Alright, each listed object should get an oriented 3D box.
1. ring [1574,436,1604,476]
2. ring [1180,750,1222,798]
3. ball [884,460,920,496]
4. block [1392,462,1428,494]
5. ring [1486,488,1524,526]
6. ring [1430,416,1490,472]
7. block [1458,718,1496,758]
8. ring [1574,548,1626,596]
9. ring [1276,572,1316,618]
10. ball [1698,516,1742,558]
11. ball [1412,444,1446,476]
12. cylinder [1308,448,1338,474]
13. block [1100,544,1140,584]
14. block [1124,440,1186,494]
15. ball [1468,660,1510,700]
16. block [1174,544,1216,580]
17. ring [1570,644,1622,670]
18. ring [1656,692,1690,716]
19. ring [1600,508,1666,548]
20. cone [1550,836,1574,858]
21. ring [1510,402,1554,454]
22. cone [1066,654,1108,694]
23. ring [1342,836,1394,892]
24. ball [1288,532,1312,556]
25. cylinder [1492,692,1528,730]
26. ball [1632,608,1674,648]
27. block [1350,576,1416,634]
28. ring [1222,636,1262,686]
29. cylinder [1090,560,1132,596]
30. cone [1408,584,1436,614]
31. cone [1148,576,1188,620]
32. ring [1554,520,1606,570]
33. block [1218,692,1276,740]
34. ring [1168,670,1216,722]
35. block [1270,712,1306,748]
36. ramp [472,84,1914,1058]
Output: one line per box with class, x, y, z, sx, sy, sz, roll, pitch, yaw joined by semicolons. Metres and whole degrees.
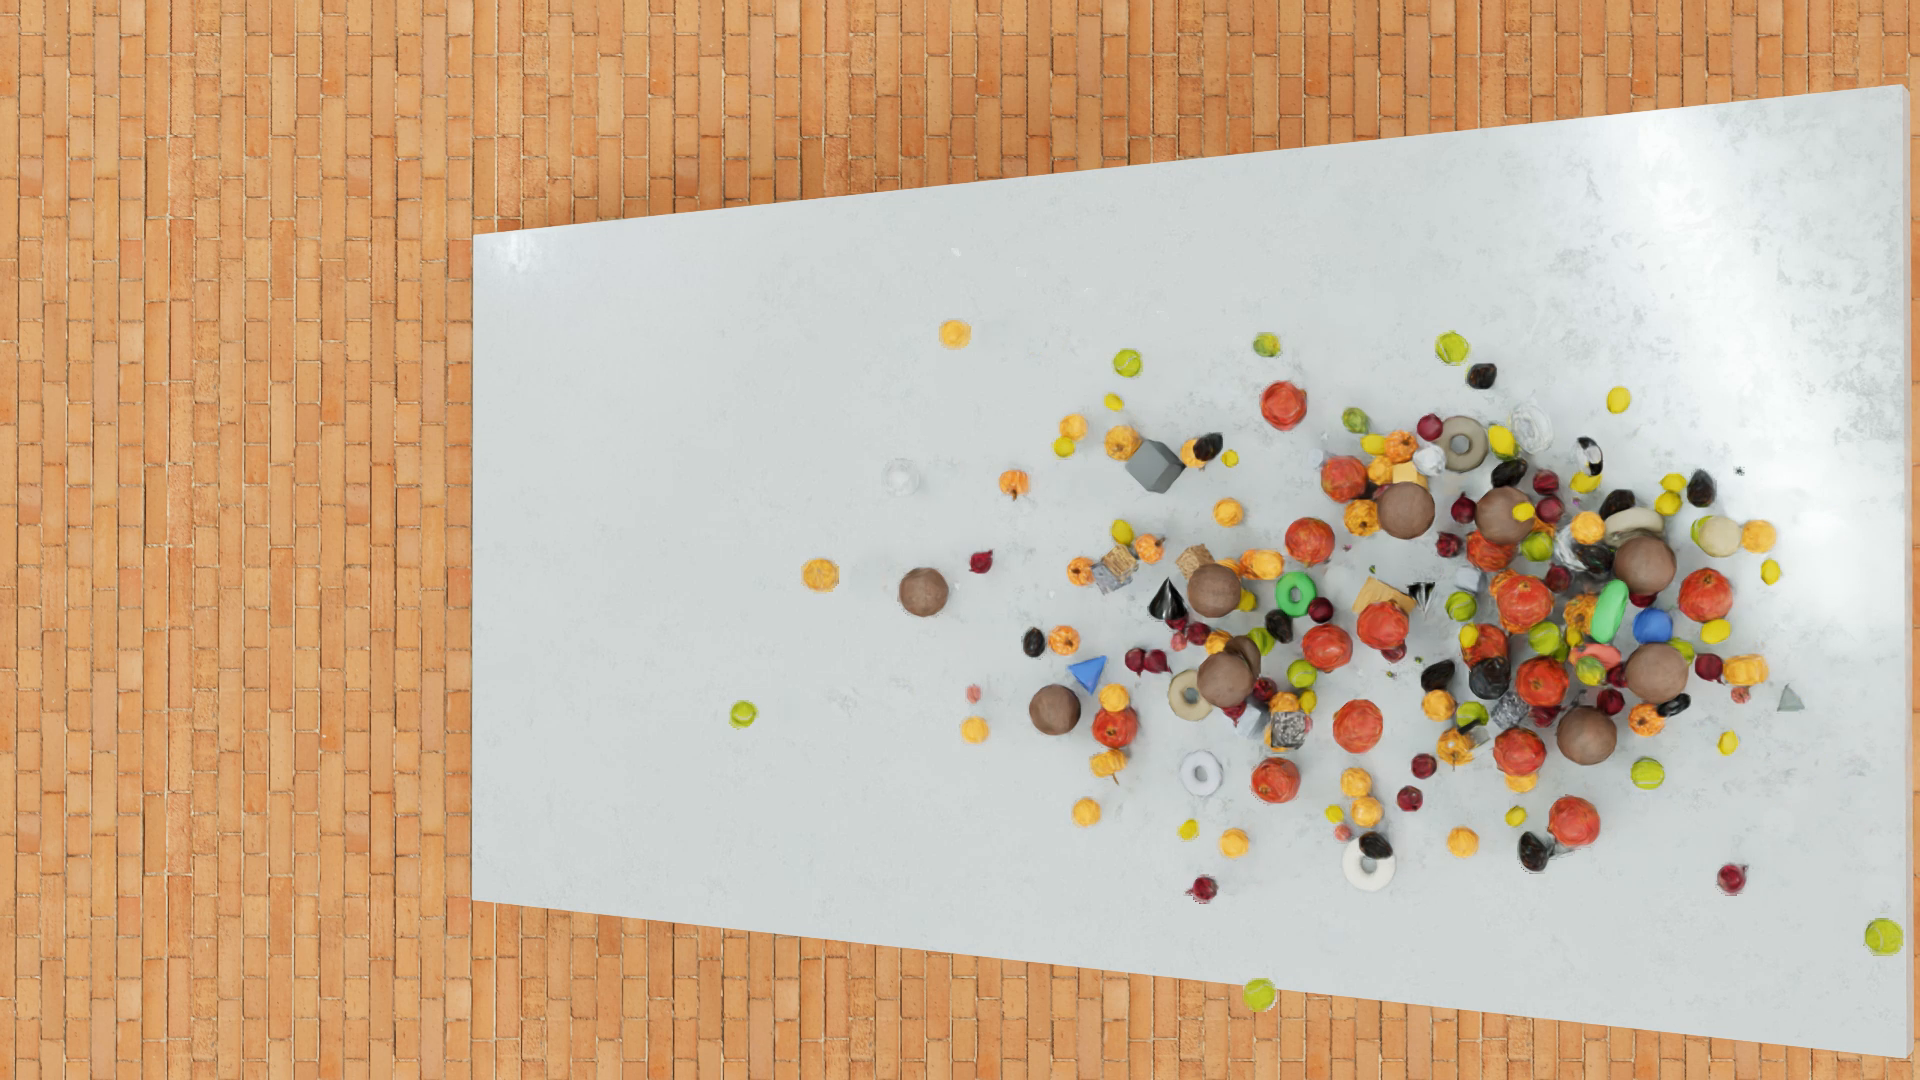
ring;1.361;-0.181;4.760;0.031;0.092;0.092;-20;90;-10
ring;0.584;0.566;5.323;0.114;0.038;0.114;-1;89;30
ball;-0.154;-0.162;5.751;0.095;0.095;0.095;0;89;0
block;1.029;-0.143;5.029;0.058;0.058;0.058;-12;75;31
ring;1.225;-0.074;4.937;0.088;0.029;0.088;4;97;32
ring;1.131;-0.217;4.974;0.130;0.043;0.130;-1;83;10
block;1.126;0.431;4.793;0.053;0.053;0.053;-32;56;9
ring;1.400;0.069;4.814;0.109;0.036;0.109;-2;86;28
ring;0.794;0.128;5.194;0.109;0.036;0.109;2;93;41
ball;1.575;-0.006;4.557;0.088;0.088;0.088;0;89;0
ball;1.052;-0.180;4.930;0.075;0.075;0.075;0;89;0
cylinder;0.849;-0.186;5.149;0.050;0.050;0.050;17;89;-36
block;0.390;0.057;5.345;0.062;0.062;0.062;-40;71;-2
block;0.476;-0.179;5.363;0.089;0.089;0.089;48;113;25
ball;1.162;0.307;4.829;0.090;0.090;0.090;0;89;0
block;0.569;0.053;5.316;0.059;0.059;0.059;-46;67;39
ring;1.371;0.252;4.748;0.110;0.110;0.037;8;70;0
ring;1.530;0.354;4.712;0.076;0.076;0.025;-21;61;0
ring;1.450;-0.025;4.736;0.136;0.136;0.045;-2;61;0
cone;1.335;0.683;4.866;0.052;0.052;0.052;9;89;8
ring;1.261;-0.248;4.852;0.040;0.121;0.121;-22;89;-21
cone;0.334;0.318;5.476;0.096;0.096;0.096;-42;90;-4
ring;0.946;0.749;5.095;0.128;0.043;0.128;-1;88;31
ball;0.801;0.010;5.182;0.058;0.058;0.058;0;89;0
cylinder;1.208;0.375;4.829;0.061;0.061;0.061;10;46;-10
ball;1.492;0.189;4.737;0.085;0.085;0.085;0;89;0
block;0.968;0.148;5.019;0.087;0.087;0.087;21;99;-41
ring;0.656;0.281;5.117;0.040;0.119;0.119;-6;89;-33
cylinder;0.371;0.084;5.416;0.081;0.081;0.081;-25;90;3
cone;1.053;0.136;4.994;0.067;0.067;0.067;-4;81;0
cone;0.501;0.126;5.307;0.096;0.096;0.096;-6;127;0
ring;1.352;0.012;4.792;0.110;0.037;0.110;0;92;11
block;0.684;0.419;5.238;0.080;0.080;0.080;37;108;27
ring;0.562;0.377;5.335;0.126;0.042;0.126;0;90;33
block;0.753;0.437;5.056;0.067;0.067;0.067;2;68;-3
ramp;0.263;0.072;5.606;4.000;0.100;2.000;0;89;32
